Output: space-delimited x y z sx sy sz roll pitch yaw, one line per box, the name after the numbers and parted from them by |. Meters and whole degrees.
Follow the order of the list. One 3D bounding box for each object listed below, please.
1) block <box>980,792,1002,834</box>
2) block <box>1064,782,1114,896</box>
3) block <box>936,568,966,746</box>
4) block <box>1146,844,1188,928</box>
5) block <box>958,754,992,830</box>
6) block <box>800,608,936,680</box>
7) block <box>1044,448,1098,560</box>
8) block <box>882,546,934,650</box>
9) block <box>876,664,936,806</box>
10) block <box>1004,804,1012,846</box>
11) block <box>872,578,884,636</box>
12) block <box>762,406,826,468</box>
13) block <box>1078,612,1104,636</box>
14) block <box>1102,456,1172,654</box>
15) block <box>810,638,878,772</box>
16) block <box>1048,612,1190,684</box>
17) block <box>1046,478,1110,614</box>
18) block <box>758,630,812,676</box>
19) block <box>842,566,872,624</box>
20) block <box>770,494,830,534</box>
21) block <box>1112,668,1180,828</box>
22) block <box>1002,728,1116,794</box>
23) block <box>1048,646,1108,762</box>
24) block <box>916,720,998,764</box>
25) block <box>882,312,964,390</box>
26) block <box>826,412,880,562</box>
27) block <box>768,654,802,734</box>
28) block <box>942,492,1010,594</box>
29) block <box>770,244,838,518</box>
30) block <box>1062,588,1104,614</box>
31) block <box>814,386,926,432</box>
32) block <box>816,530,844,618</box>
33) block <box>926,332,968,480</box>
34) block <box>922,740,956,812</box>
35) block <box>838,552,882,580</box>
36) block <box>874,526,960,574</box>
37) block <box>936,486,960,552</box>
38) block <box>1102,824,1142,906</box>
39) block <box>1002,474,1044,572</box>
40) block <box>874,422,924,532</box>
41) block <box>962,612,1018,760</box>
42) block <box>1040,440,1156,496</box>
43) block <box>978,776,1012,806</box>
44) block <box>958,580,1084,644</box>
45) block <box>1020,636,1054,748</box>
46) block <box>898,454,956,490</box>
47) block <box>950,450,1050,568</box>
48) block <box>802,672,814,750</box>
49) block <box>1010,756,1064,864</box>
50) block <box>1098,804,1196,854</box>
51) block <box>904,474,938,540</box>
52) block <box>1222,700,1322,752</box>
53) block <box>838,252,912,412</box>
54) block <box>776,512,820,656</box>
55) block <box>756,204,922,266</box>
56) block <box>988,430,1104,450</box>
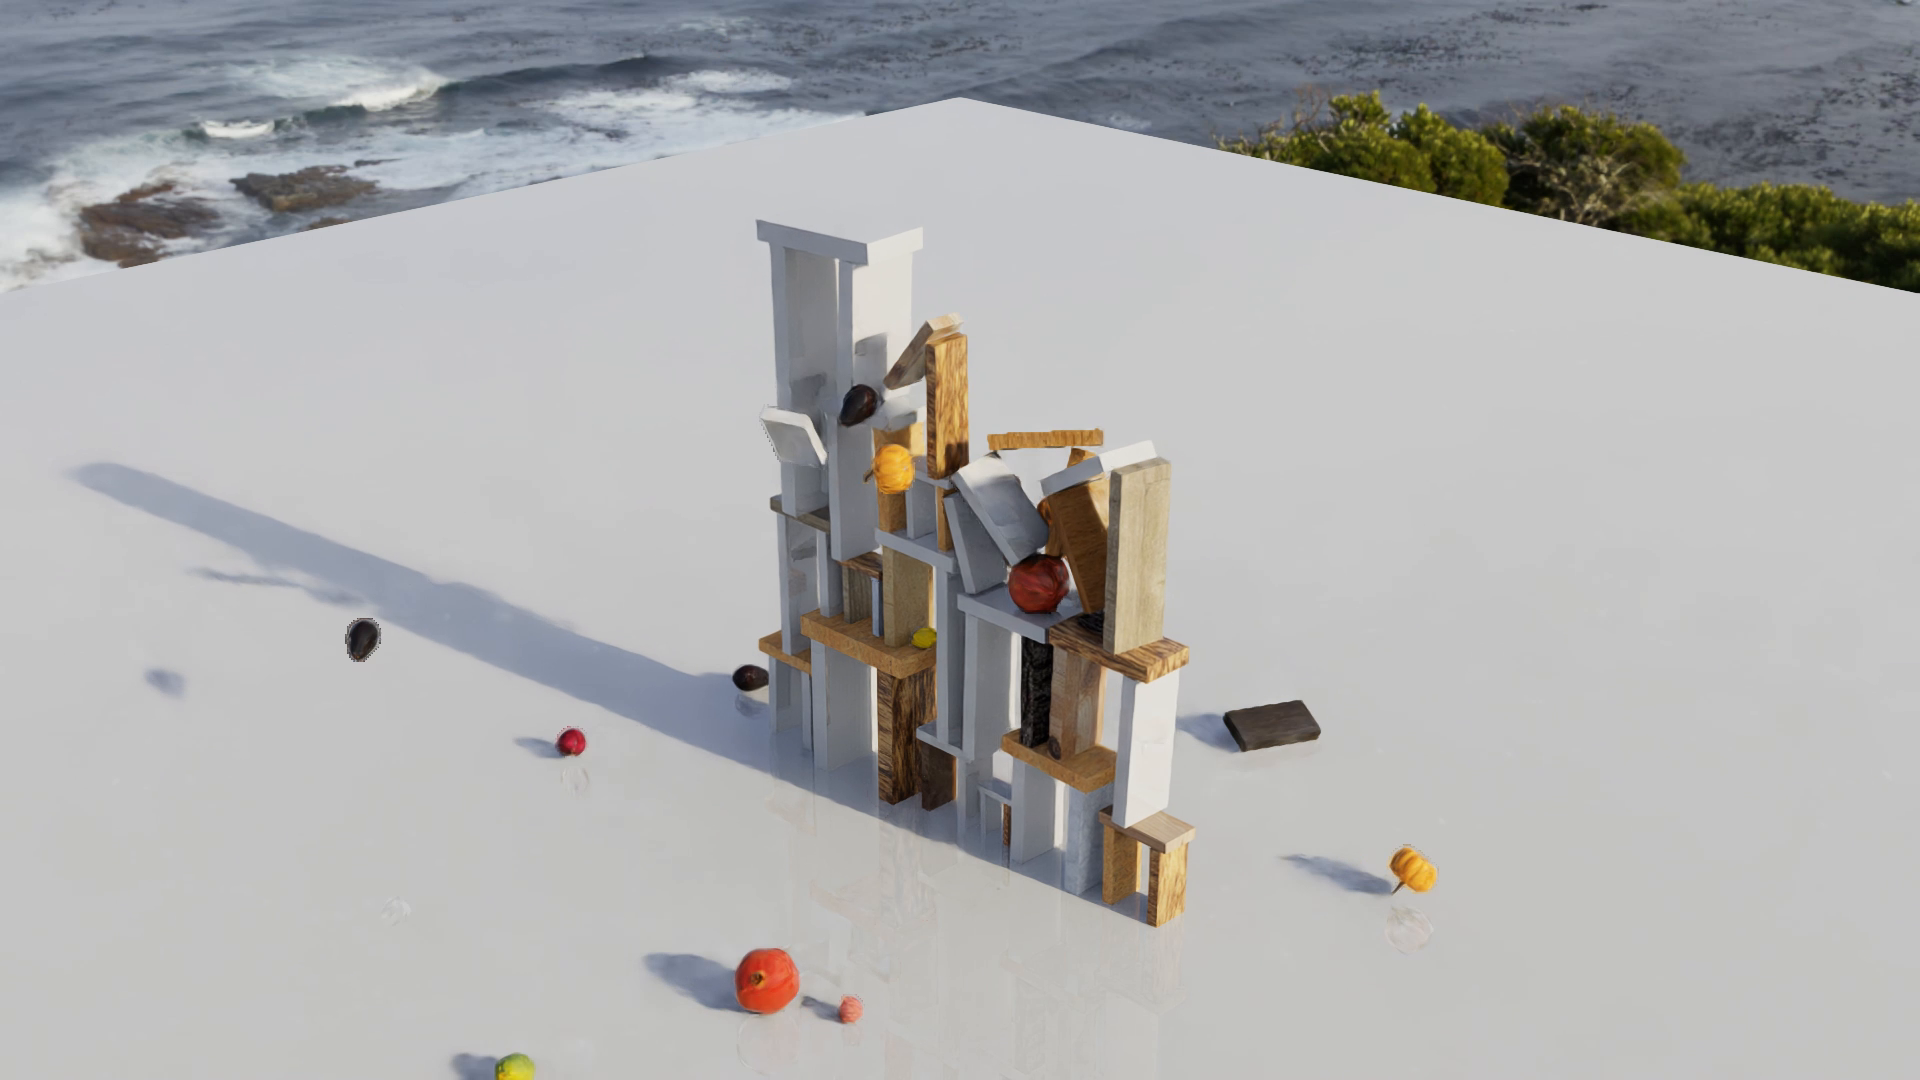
0.062 0.536 4.378 0.013 0.093 0.046 21 31 41 | block
0.253 0.549 4.173 0.032 0.229 0.114 23 32 39 | block
0.003 0.214 4.319 0.031 0.379 0.108 21 31 41 | block
0.384 0.628 4.070 0.023 0.165 0.082 21 31 40 | block
0.031 0.494 4.398 0.022 0.155 0.077 21 31 41 | block
-0.170 0.195 4.487 0.297 0.042 0.148 21 31 40 | block
0.218 -0.064 4.103 0.029 0.204 0.102 15 1 30 | block
-0.103 0.099 4.381 0.108 0.217 0.031 -21 30 -40 | block
-0.099 0.378 4.489 0.042 0.297 0.149 21 31 41 | block
0.106 0.553 4.338 0.013 0.093 0.046 21 31 41 | block
-0.148 0.126 4.434 0.018 0.126 0.063 21 31 41 | block
-0.314 -0.194 4.175 0.087 0.175 0.025 12 69 14 | block
0.270 0.158 4.013 0.053 0.015 0.105 -18 29 -36 | block
0.313 0.029 3.893 0.113 0.345 0.032 -15 28 -32 | block
-0.240 0.324 4.617 0.042 0.297 0.148 21 31 40 | block
0.288 0.191 3.996 0.234 0.033 0.117 21 31 40 | block
0.248 0.011 4.000 0.112 0.225 0.032 -18 -1 -21 | block
-0.336 0.238 4.698 0.183 0.026 0.091 22 31 40 | block
-0.209 0.102 4.489 0.018 0.126 0.063 19 30 41 | block
-0.291 -0.062 4.512 0.096 0.027 0.192 -22 32 -40 | block
0.339 0.369 4.014 0.117 0.307 0.033 -20 33 -39 | block
0.199 0.407 4.173 0.114 0.032 0.229 -19 29 -38 | block
0.221 0.288 4.109 0.117 0.234 0.033 -21 34 -40 | block
-0.006 0.399 4.397 0.155 0.022 0.077 21 31 41 | block
-0.069 -0.352 4.115 0.087 0.175 0.025 -22 68 -46 | block
-0.213 -0.119 4.402 0.105 0.314 0.030 -21 30 -40 | block
-0.370 0.321 4.769 0.091 0.183 0.026 -19 32 -38 | block
0.031 -0.002 4.197 0.027 0.190 0.095 -4 14 46 | block
-0.296 -0.333 4.388 0.149 0.567 0.042 -22 32 -40 | block
0.251 0.115 4.075 0.115 0.015 0.053 11 24 23 | block
-0.173 -0.261 4.294 0.211 0.030 0.105 20 31 40 | block
-0.245 0.055 4.516 0.096 0.192 0.027 -22 31 -40 | block
-0.024 -0.250 4.123 0.025 0.266 0.087 21 32 39 | block
-0.042 0.466 4.464 0.022 0.155 0.077 21 31 41 | block
-0.182 0.046 4.435 0.063 0.018 0.126 -21 30 -40 | block
-0.053 0.004 4.286 0.108 0.031 0.217 -22 31 -40 | block
-0.014 -0.049 4.206 0.018 0.130 0.065 18 30 40 | block
0.306 0.597 4.142 0.023 0.165 0.082 21 31 40 | block
0.100 -0.037 4.200 0.027 0.190 0.095 -26 -21 30 | block
-0.115 -0.130 4.292 0.030 0.211 0.105 17 29 42 | block
0.059 0.269 4.277 0.032 0.310 0.113 23 32 39 | block
0.245 -0.127 3.932 0.112 0.032 0.225 -17 -3 -27 | block
0.084 0.496 4.337 0.093 0.013 0.046 21 31 41 | block
0.116 0.132 4.160 0.226 0.032 0.113 21 31 41 | block
0.166 0.271 4.163 0.113 0.226 0.032 -21 31 -40 | block
-0.047 -0.130 4.204 0.130 0.018 0.065 20 32 39 | block
0.082 -0.059 4.097 0.102 0.204 0.029 -29 -8 -37 | block
-0.294 0.351 4.700 0.091 0.183 0.026 -21 31 -41 | block
0.151 0.506 4.276 0.114 0.229 0.032 -21 32 -40 | block
0.346 0.526 4.068 0.082 0.023 0.165 -21 30 -40 | block
-0.075 -0.073 4.260 0.065 0.130 0.018 -23 31 -39 | block
0.672 0.399 4.731 0.190 0.027 0.095 -7 44 -23 | block
-0.164 -0.407 4.214 0.149 0.298 0.042 -22 35 -38 | block
-0.334 0.080 4.624 0.027 0.322 0.096 21 31 40 | block
-0.232 -0.585 4.198 0.298 0.042 0.149 18 30 38 | block
0.160 -0.187 4.094 0.204 0.029 0.102 -2 1 9 | block
